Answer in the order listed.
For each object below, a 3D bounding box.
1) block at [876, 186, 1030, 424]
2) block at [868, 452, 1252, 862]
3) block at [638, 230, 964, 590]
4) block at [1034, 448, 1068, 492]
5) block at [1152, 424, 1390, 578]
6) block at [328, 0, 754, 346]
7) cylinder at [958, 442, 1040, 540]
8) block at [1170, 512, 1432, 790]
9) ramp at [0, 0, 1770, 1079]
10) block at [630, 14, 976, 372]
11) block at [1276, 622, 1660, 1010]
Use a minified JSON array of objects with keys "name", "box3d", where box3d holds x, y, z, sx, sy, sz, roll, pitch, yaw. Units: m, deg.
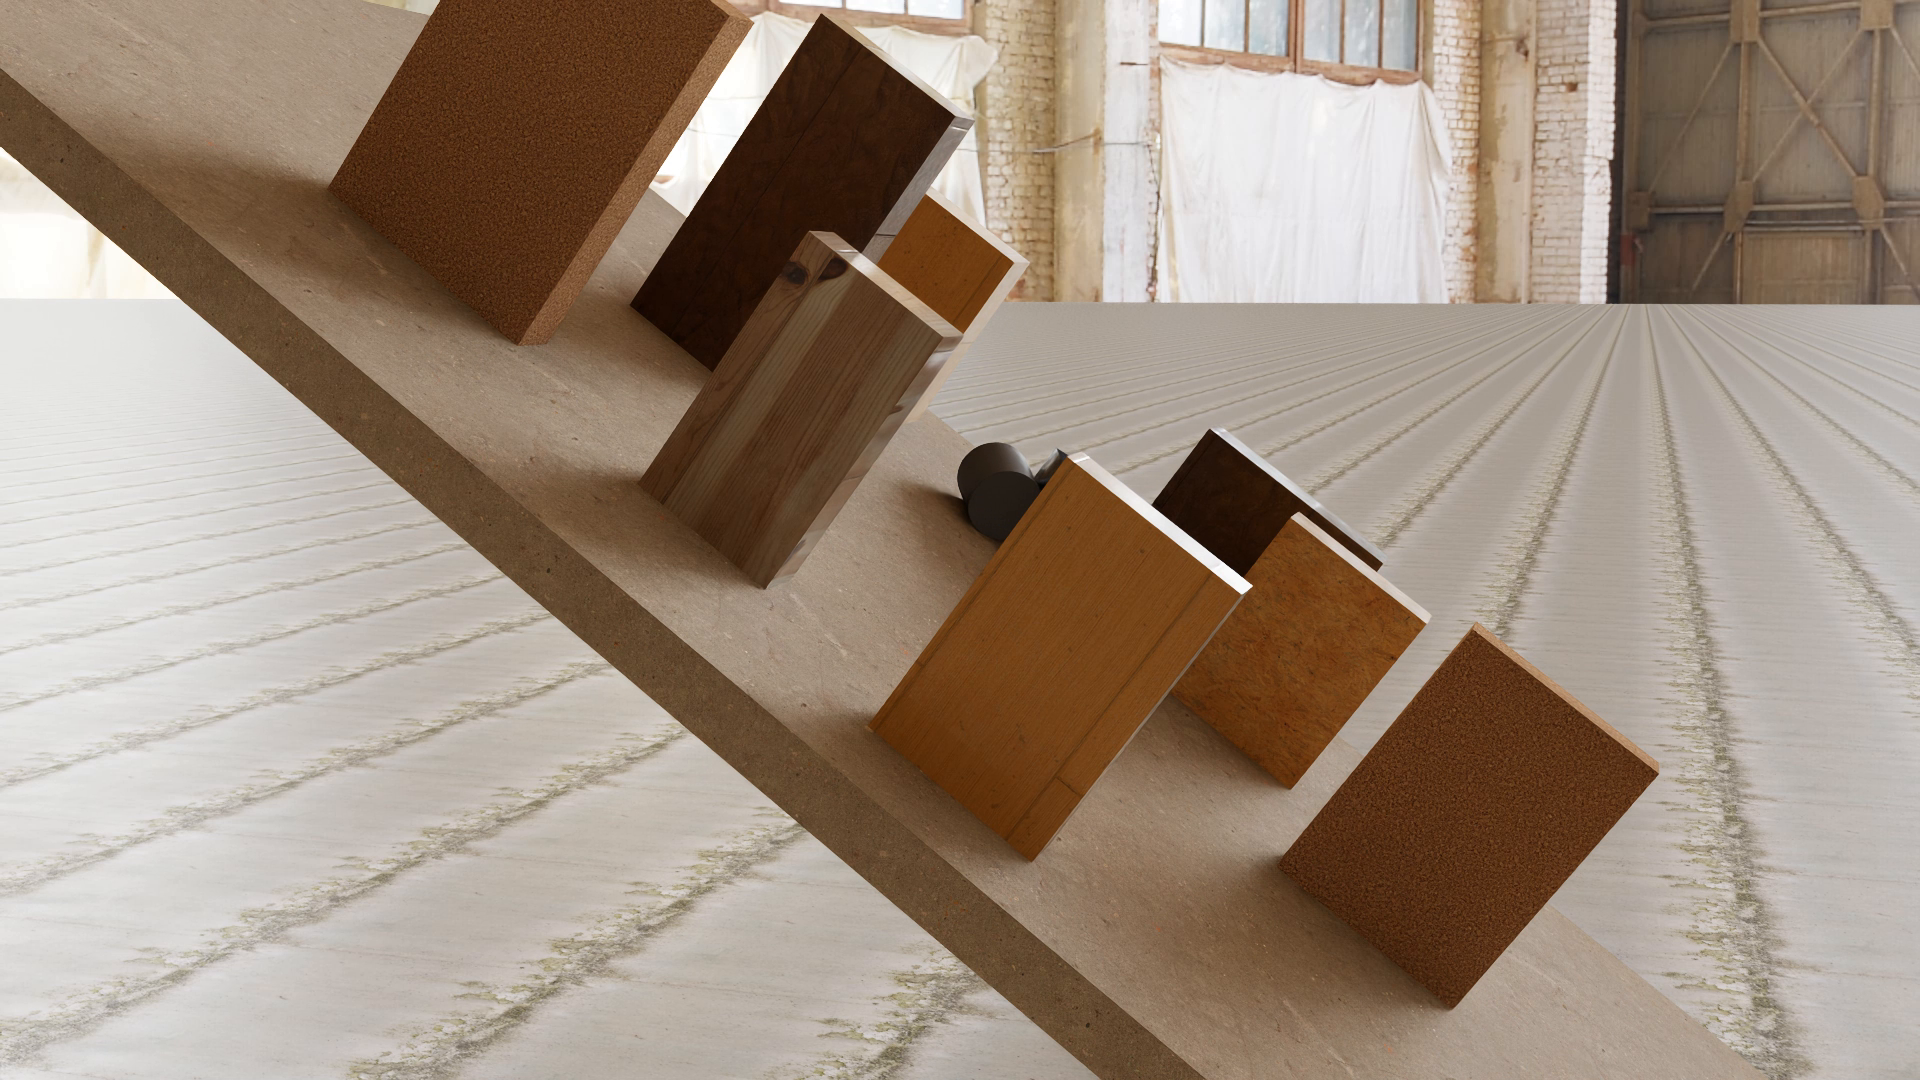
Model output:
[{"name":"block","box3d":[-0.103,-0.520,4.831,0.295,0.438,0.129,39,16,9]},{"name":"block","box3d":[0.142,0.171,3.220,0.316,0.510,0.090,39,16,9]},{"name":"block","box3d":[-0.255,-0.206,3.489,0.272,0.498,0.111,39,16,9]},{"name":"block","box3d":[0.239,-0.028,4.578,0.199,0.199,0.199,30,17,-21]},{"name":"block","box3d":[0.576,0.070,4.579,0.446,0.430,0.110,39,16,9]},{"name":"block","box3d":[-0.716,-0.731,3.720,0.447,0.665,0.106,39,16,9]},{"name":"cylinder","box3d":[0.081,-0.102,4.541,0.154,0.154,0.154,-1,25,-9]},{"name":"block","box3d":[0.661,0.217,4.339,0.329,0.426,0.109,39,16,9]},{"name":"ramp","box3d":[-0.060,0.122,4.068,4.000,0.100,2.000,39,16,9]},{"name":"block","box3d":[-0.310,-0.631,4.261,0.330,0.682,0.130,39,16,9]},{"name":"block","box3d":[0.875,0.478,3.814,0.386,0.547,0.087,39,16,9]}]
